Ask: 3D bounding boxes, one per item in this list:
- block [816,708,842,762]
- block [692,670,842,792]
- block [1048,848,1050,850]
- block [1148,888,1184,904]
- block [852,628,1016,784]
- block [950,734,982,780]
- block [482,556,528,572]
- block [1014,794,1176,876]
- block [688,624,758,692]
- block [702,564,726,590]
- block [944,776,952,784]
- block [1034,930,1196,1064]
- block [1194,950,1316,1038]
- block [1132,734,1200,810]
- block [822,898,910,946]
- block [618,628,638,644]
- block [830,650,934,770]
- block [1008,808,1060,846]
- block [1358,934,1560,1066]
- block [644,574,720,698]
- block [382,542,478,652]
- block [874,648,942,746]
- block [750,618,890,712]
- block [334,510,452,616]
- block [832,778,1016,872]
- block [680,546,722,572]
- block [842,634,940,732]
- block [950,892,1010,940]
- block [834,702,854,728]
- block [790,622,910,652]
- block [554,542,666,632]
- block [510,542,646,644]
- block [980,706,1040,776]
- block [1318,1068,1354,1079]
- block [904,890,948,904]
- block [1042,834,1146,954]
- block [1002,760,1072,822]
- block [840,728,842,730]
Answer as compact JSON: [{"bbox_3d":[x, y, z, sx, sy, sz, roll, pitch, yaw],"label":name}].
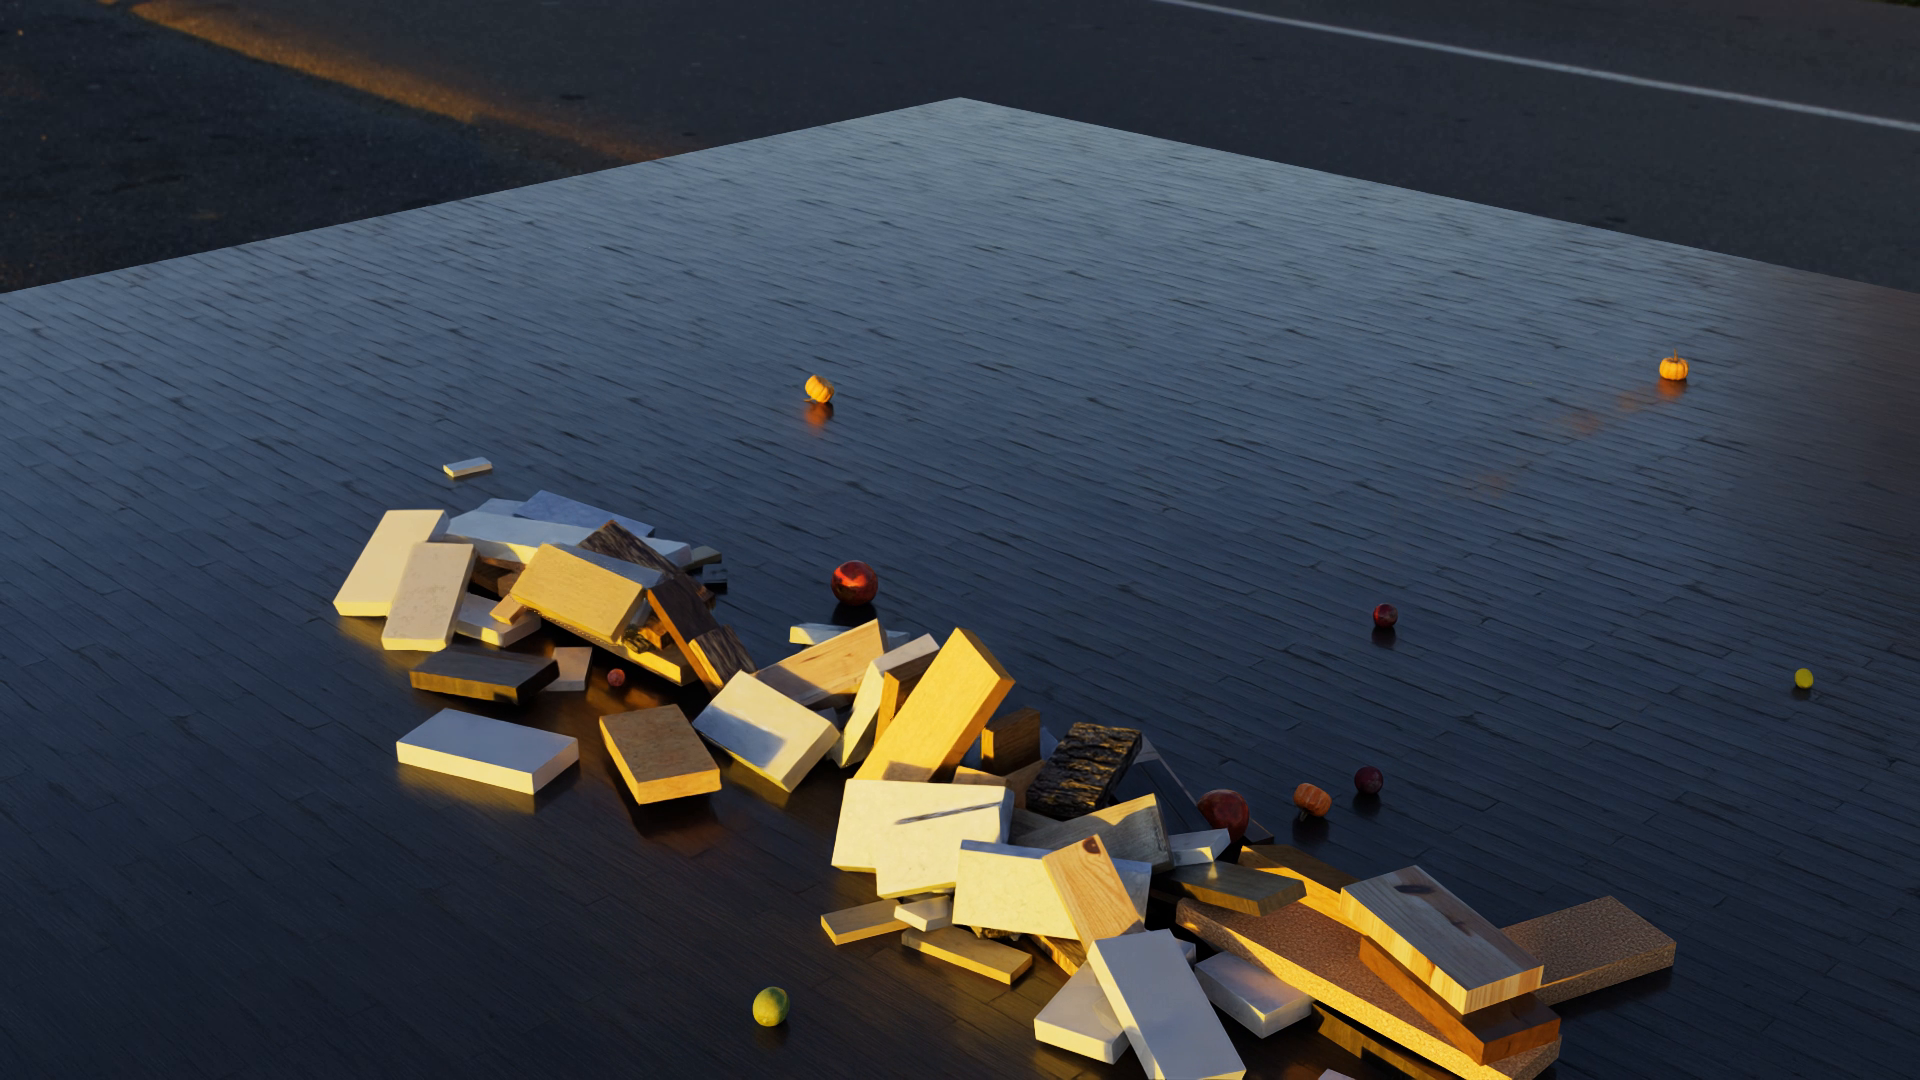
[{"bbox_3d":[-0.278,0.413,4.668,0.053,0.106,0.015,-12,-13,-30],"label":"block"},{"bbox_3d":[-0.414,0.402,4.652,0.324,0.046,0.162,24,66,44],"label":"block"},{"bbox_3d":[0.158,0.622,4.034,0.052,0.015,0.103,25,73,34],"label":"block"},{"bbox_3d":[0.380,0.637,4.067,0.139,0.020,0.070,12,30,37],"label":"block"},{"bbox_3d":[-0.061,0.386,4.316,0.046,0.416,0.162,16,24,-45],"label":"block"},{"bbox_3d":[0.002,0.397,4.396,0.108,0.031,0.217,-14,70,-37],"label":"block"},{"bbox_3d":[-1.083,0.043,5.440,0.200,0.028,0.100,12,25,41],"label":"block"},{"bbox_3d":[0.247,0.577,4.055,0.277,0.039,0.139,-20,54,13],"label":"block"},{"bbox_3d":[-0.501,0.292,4.866,0.104,0.029,0.208,-24,74,-43],"label":"block"},{"bbox_3d":[-0.616,0.092,5.524,0.059,0.017,0.119,-2,23,-5],"label":"block"},{"bbox_3d":[0.015,0.480,4.405,0.108,0.217,0.031,-20,-15,-39],"label":"block"},{"bbox_3d":[0.271,0.778,3.794,0.150,0.043,0.301,11,31,31],"label":"block"},{"bbox_3d":[0.596,0.751,3.867,0.346,0.049,0.173,-16,31,-34],"label":"block"},{"bbox_3d":[0.355,0.503,4.517,0.164,0.047,0.329,-6,24,-15],"label":"block"},{"bbox_3d":[-0.174,0.705,4.071,0.149,0.021,0.075,-10,25,-22],"label":"block"},{"bbox_3d":[-0.831,0.147,5.157,0.341,0.048,0.171,21,31,40],"label":"block"},{"bbox_3d":[-0.153,0.355,4.575,0.149,0.298,0.042,-20,63,-39],"label":"block"},{"bbox_3d":[0.071,0.567,4.193,0.254,0.127,0.036,14,-14,30],"label":"block"},{"bbox_3d":[0.831,0.748,3.676,0.160,0.045,0.320,-11,28,-26],"label":"block"},{"bbox_3d":[-0.570,0.232,4.903,0.104,0.029,0.329,-25,75,-44],"label":"block"},{"bbox_3d":[-1.261,0.134,5.236,0.151,0.043,0.302,1,48,5],"label":"block"},{"bbox_3d":[-0.101,0.376,4.490,0.149,0.298,0.042,-20,42,-39],"label":"block"},{"bbox_3d":[-0.304,0.303,4.750,0.324,0.046,0.162,-24,42,10],"label":"block"},{"bbox_3d":[-1.392,0.054,5.401,0.163,0.046,0.327,0,43,18],"label":"block"},{"bbox_3d":[-0.071,0.550,4.182,0.340,0.170,0.048,0,-21,27],"label":"block"},{"bbox_3d":[-0.686,0.050,5.617,0.139,0.020,0.069,-19,29,-37],"label":"block"},{"bbox_3d":[-0.148,0.320,4.629,0.149,0.298,0.042,-25,66,-31],"label":"block"},{"bbox_3d":[0.036,0.691,4.048,0.062,0.017,0.123,11,19,-32],"label":"block"},{"bbox_3d":[-0.329,0.376,4.792,0.208,0.029,0.104,5,22,36],"label":"block"},{"bbox_3d":[-0.256,0.227,5.125,0.253,0.036,0.126,5,4,12],"label":"block"},{"bbox_3d":[-0.821,0.104,4.976,0.278,0.039,0.139,15,65,18],"label":"block"},{"bbox_3d":[-0.855,0.118,4.929,0.278,0.039,0.139,22,68,21],"label":"block"},{"bbox_3d":[0.101,0.467,4.334,0.127,0.254,0.036,-20,28,-39],"label":"block"},{"bbox_3d":[0.659,0.924,3.547,0.198,0.028,0.099,16,28,33],"label":"block"},{"bbox_3d":[-0.054,0.662,4.178,0.062,0.017,0.123,9,25,21],"label":"block"},{"bbox_3d":[0.239,0.634,3.866,0.108,0.030,0.215,-21,62,-12],"label":"block"},{"bbox_3d":[0.180,0.552,4.249,0.127,0.036,0.254,-19,62,-38],"label":"block"},{"bbox_3d":[-0.314,0.409,4.756,0.106,0.015,0.053,7,23,39],"label":"block"}]
